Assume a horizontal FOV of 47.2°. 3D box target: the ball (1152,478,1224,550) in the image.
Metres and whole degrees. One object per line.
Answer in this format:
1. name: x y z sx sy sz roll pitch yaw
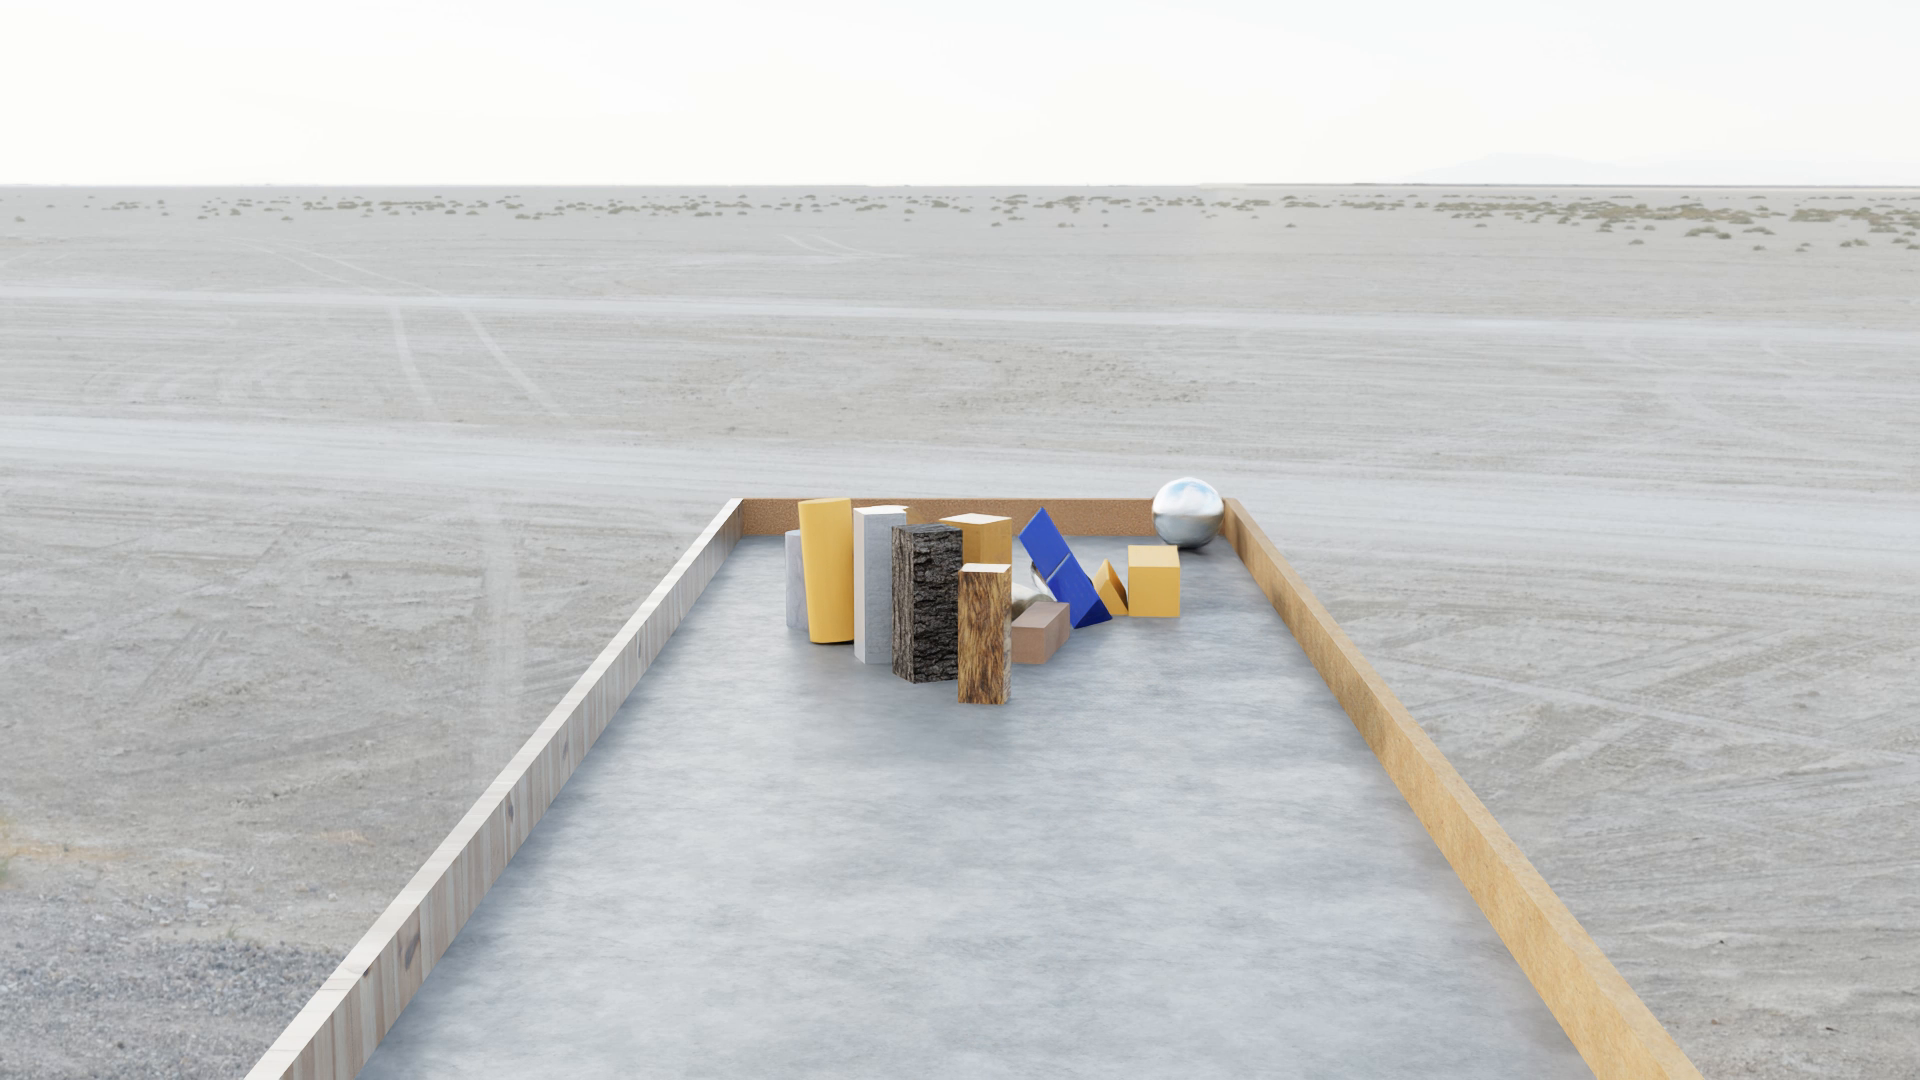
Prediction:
1. ball: 0.905 -0.104 8.746 0.288 0.288 0.288 0 9 0

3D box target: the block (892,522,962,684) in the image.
1. block: -0.096 0.183 6.446 0.158 0.441 0.158 -4 10 -25

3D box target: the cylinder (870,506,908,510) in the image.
1. cylinder: -0.231 0.090 7.194 0.147 0.390 0.147 0 9 0

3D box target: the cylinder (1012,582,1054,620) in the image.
1. cylinder: 0.180 0.204 7.345 0.118 0.118 0.424 -4 10 -23

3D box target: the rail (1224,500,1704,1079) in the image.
1. rail: 1.046 0.843 3.208 0.050 0.150 12.000 0 9 1

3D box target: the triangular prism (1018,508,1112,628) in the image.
1. triangular prism: 0.355 0.082 7.279 0.141 0.122 0.435 -13 50 -21

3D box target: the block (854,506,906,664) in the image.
1. block: -0.243 0.136 6.691 0.131 0.457 0.131 -3 9 -16

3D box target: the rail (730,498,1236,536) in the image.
1. rail: 0.099 -0.098 9.147 2.100 0.150 0.050 0 9 1

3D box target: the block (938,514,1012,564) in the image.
1. block: 0.050 0.108 7.184 0.172 0.358 0.172 7 11 37

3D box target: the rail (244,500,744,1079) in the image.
1. rail: -1.004 0.839 3.234 0.050 0.150 12.000 0 9 1

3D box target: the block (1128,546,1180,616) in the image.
1. block: 0.667 0.139 7.590 0.170 0.170 0.441 1 9 4

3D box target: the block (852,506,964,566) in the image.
1. block: -0.106 0.122 6.884 0.435 0.174 0.174 48 34 18

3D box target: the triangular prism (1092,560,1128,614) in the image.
1. triangular prism: 0.509 0.157 7.615 0.137 0.119 0.417 0 9 3

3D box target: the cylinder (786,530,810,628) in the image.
1. cylinder: -0.508 0.127 7.227 0.128 0.306 0.128 0 9 0

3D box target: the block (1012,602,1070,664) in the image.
1. block: 0.248 0.286 6.848 0.112 0.112 0.420 2 9 13

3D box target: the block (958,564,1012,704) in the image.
1. block: 0.069 0.262 6.163 0.129 0.373 0.129 2 9 11

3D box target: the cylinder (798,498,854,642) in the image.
1. cylinder: -0.411 0.094 6.966 0.166 0.440 0.166 -5 5 0

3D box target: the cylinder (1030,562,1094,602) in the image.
1. cylinder: 0.350 0.143 7.588 0.163 0.163 0.442 -1 9 -5
